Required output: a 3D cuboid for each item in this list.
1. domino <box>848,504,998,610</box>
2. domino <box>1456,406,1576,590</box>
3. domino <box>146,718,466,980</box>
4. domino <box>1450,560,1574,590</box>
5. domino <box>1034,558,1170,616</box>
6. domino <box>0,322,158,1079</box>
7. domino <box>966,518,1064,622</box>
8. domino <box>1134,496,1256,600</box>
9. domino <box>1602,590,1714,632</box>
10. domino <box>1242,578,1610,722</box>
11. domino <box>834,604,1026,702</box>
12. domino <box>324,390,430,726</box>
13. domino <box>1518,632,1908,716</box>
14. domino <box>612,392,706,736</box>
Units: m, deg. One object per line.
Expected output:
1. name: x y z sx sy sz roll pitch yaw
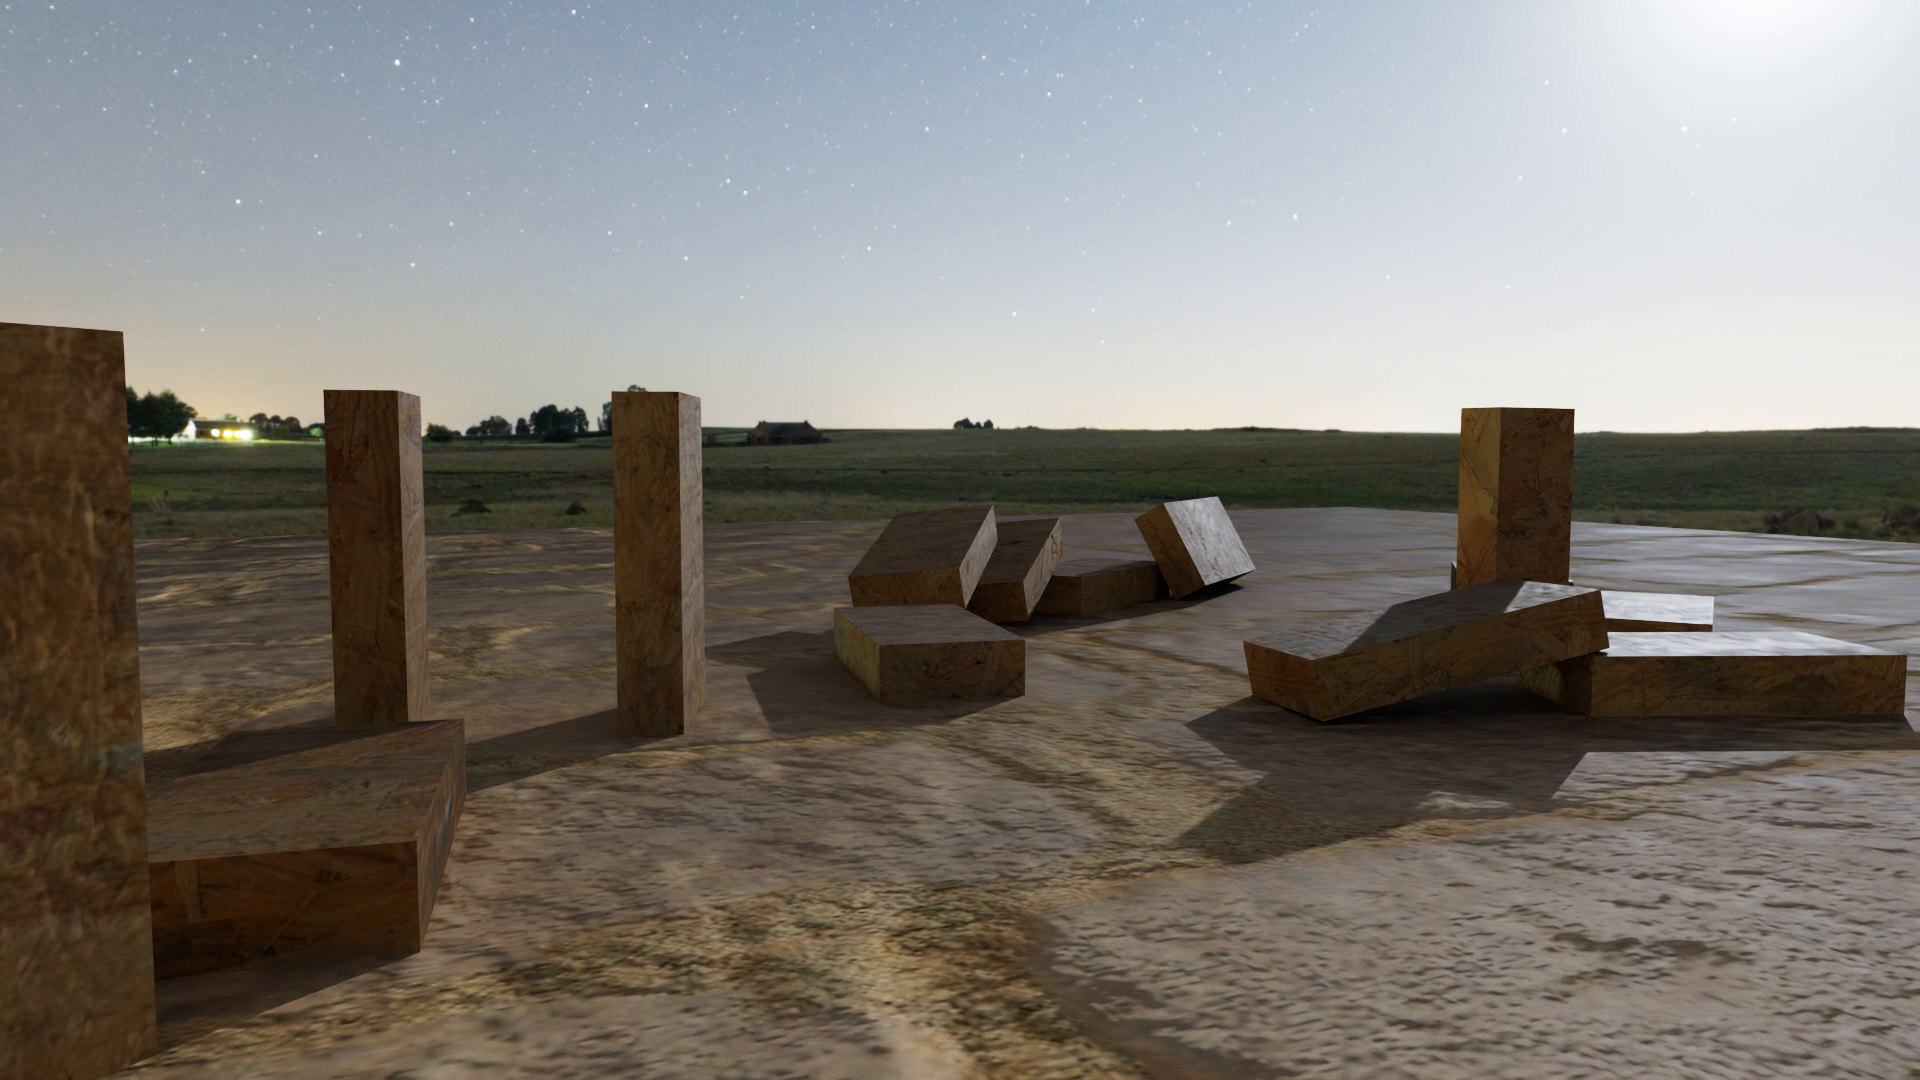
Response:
1. domino: -0.007 0.004 0.303 0.025 0.009 0.050 -5 16 12
2. domino: 0.118 -0.003 0.274 0.025 0.050 0.009 -3 5 -31
3. domino: -0.064 0.028 0.127 0.025 0.010 0.050 -1 4 -17
4. domino: 0.143 0.013 0.335 0.025 0.010 0.050 1 5 18
5. domino: 0.034 0.012 0.346 0.025 0.010 0.050 3 5 35
6. domino: -0.066 0.012 0.079 0.009 0.050 0.025 2 5 26
7. domino: 0.009 0.007 0.319 0.025 0.010 0.050 -4 17 16
8. domino: 0.069 0.002 0.370 0.009 0.025 0.050 -31 -11 27
9. domino: 0.140 0.018 0.263 0.025 0.009 0.050 3 5 31
10. domino: 0.075 0.017 0.210 0.050 0.010 0.025 -12 5 -11
11. domino: -0.007 0.020 0.238 0.025 0.010 0.050 -1 4 -14
12. domino: -0.087 0.003 0.193 0.009 0.050 0.025 -1 4 -16
13. domino: 0.123 0.022 0.213 0.050 0.010 0.025 0 4 -2
14. domino: -0.046 0.003 0.198 0.009 0.050 0.025 0 4 -4
